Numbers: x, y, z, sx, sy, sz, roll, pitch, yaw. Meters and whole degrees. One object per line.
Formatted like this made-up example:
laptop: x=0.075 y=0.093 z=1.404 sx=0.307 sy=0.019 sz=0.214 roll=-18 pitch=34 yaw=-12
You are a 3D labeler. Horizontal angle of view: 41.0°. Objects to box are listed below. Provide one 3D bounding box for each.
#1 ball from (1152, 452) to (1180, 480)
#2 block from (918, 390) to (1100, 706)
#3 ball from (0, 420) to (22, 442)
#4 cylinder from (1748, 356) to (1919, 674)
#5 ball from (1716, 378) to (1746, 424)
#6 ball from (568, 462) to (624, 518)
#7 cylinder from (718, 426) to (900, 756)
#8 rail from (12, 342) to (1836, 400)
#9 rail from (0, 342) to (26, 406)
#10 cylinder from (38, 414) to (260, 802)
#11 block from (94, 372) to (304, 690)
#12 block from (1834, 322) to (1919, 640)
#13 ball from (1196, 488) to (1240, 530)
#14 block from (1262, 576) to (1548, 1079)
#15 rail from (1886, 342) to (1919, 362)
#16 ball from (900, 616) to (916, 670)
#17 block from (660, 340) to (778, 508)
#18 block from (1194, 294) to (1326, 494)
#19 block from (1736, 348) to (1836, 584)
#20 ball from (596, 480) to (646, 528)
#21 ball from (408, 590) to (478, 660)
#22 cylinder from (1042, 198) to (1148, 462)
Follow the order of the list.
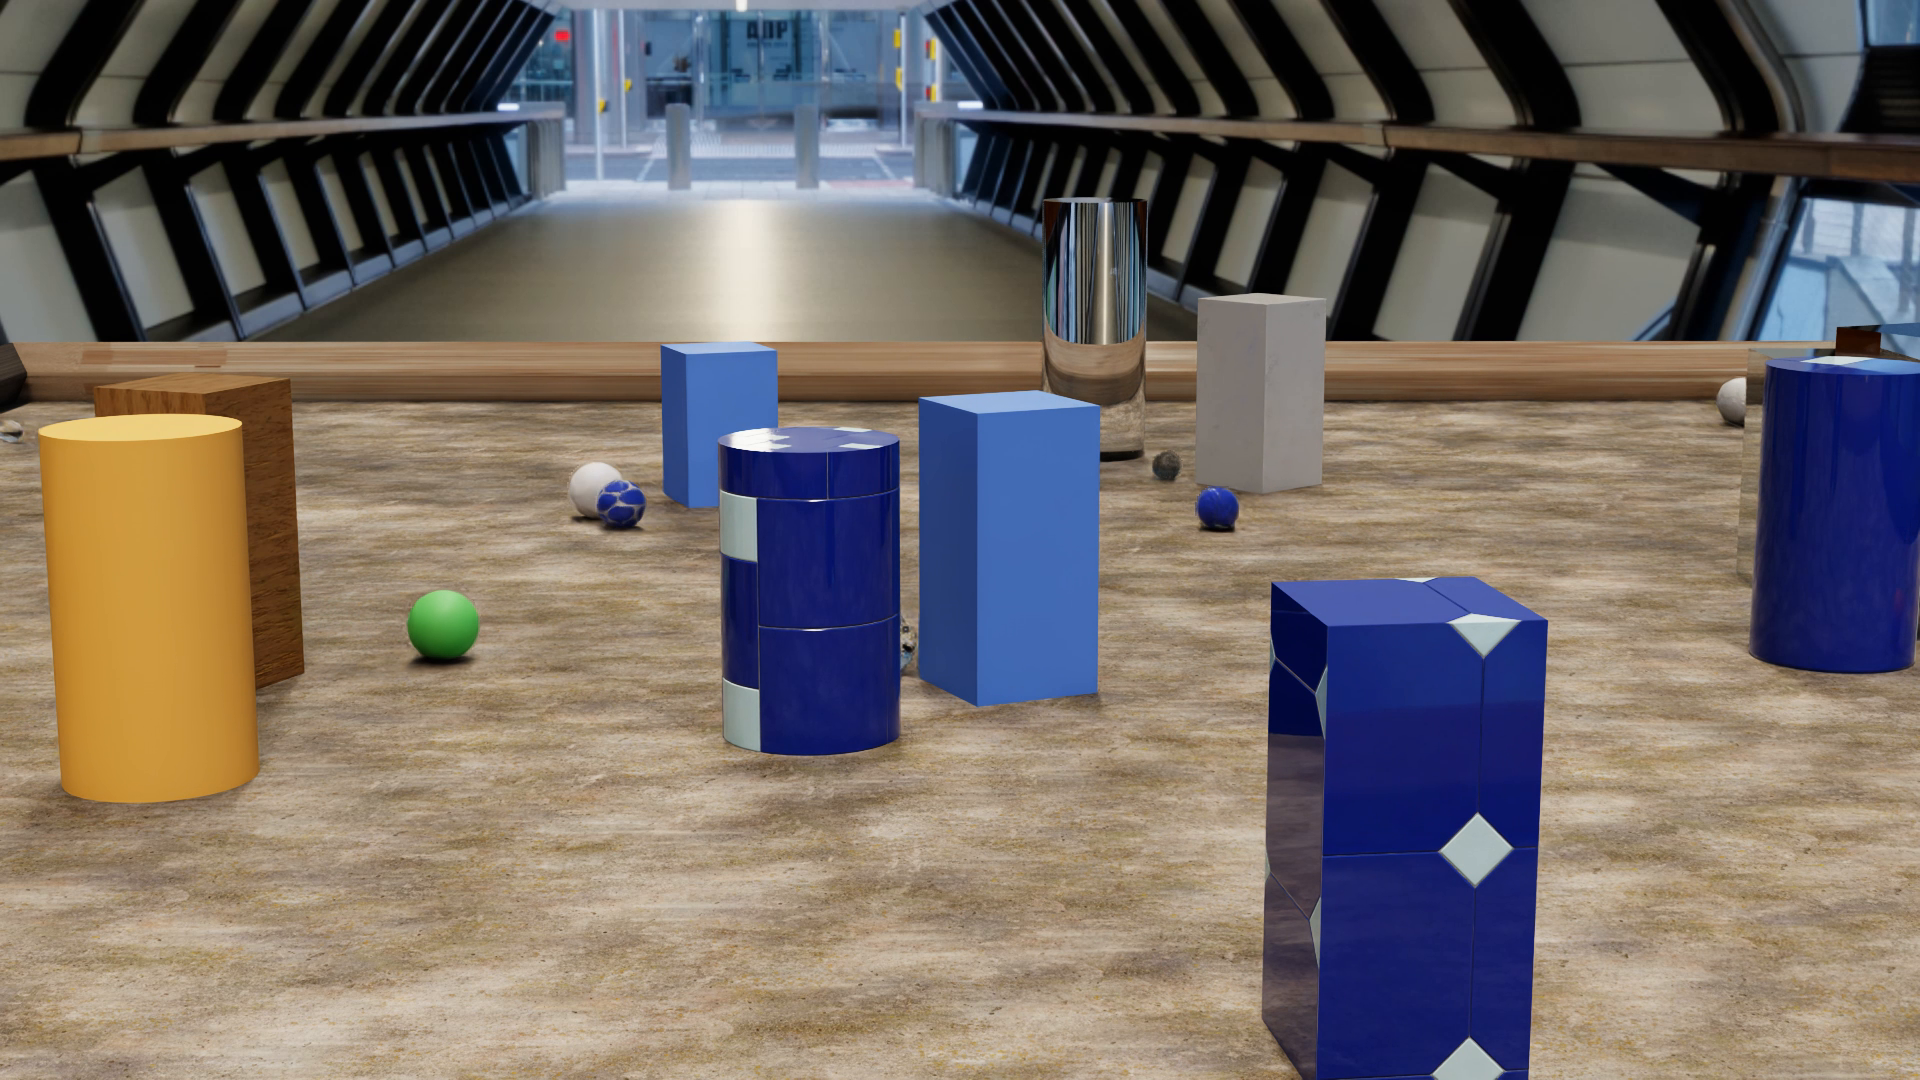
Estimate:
ball: x=0.366 y=-0.132 z=4.558 sx=0.050 sy=0.050 sz=0.050 roll=0 pitch=10 yaw=0
block: x=0.056 y=0.006 z=3.020 sx=0.157 sy=0.340 sz=0.157 roll=-5 pitch=12 yaw=-25
ball: x=-1.853 y=-0.212 z=5.011 sx=0.042 sy=0.042 sz=0.042 roll=0 pitch=10 yaw=0
cylinder: x=1.086 y=-0.034 z=3.165 sx=0.197 sy=0.365 sz=0.197 roll=0 pitch=10 yaw=0
ball: x=1.598 y=-0.284 z=5.249 sx=0.097 sy=0.097 sz=0.097 roll=0 pitch=10 yaw=0
ball: x=-0.589 y=-0.080 z=4.166 sx=0.091 sy=0.091 sz=0.091 roll=0 pitch=10 yaw=0
cylinder: x=-0.164 y=0.052 z=2.805 sx=0.197 sy=0.327 sz=0.197 roll=0 pitch=10 yaw=0
rail: x=-0.013 y=-0.367 z=5.605 sx=4.119 sy=0.128 sz=0.045 roll=0 pitch=10 yaw=0
rail: x=-2.036 y=0.035 z=3.437 sx=0.045 sy=0.128 sz=4.434 roll=0 pitch=10 yaw=0
cylinder: x=-0.828 y=0.065 z=2.628 sx=0.197 sy=0.365 sz=0.197 roll=0 pitch=10 yaw=0
block: x=-0.898 y=-0.007 z=3.037 sx=0.157 sy=0.359 sz=0.157 roll=4 pitch=11 yaw=22
block: x=1.249 y=-0.080 z=3.346 sx=0.157 sy=0.389 sz=0.157 roll=-5 pitch=12 yaw=-24
ball: x=0.409 y=-0.050 z=4.066 sx=0.067 sy=0.067 sz=0.067 roll=0 pitch=10 yaw=0
block: x=0.322 y=0.213 z=1.887 sx=0.157 sy=0.344 sz=0.157 roll=-1 pitch=11 yaw=-7
rail: x=2.036 y=0.031 z=3.460 sx=0.045 sy=0.128 sz=4.434 roll=0 pitch=10 yaw=0
ball: x=-0.089 y=0.125 z=3.106 sx=0.074 sy=0.074 sz=0.074 roll=0 pitch=10 yaw=0
block: x=-0.407 y=-0.198 z=4.346 sx=0.157 sy=0.257 sz=0.157 roll=-4 pitch=11 yaw=-21
block: x=0.525 y=-0.260 z=4.490 sx=0.157 sy=0.326 sz=0.157 roll=-9 pitch=14 yaw=-41
block: x=1.202 y=-0.098 z=3.614 sx=0.157 sy=0.328 sz=0.157 roll=0 pitch=11 yaw=2
ball: x=-0.538 y=-0.057 z=4.076 sx=0.078 sy=0.078 sz=0.078 roll=0 pitch=10 yaw=0
ball: x=-0.640 y=0.106 z=3.174 sx=0.087 sy=0.087 sz=0.087 roll=0 pitch=10 yaw=0
cylinder: x=0.251 y=-0.397 z=4.817 sx=0.197 sy=0.478 sz=0.197 roll=0 pitch=10 yaw=0
